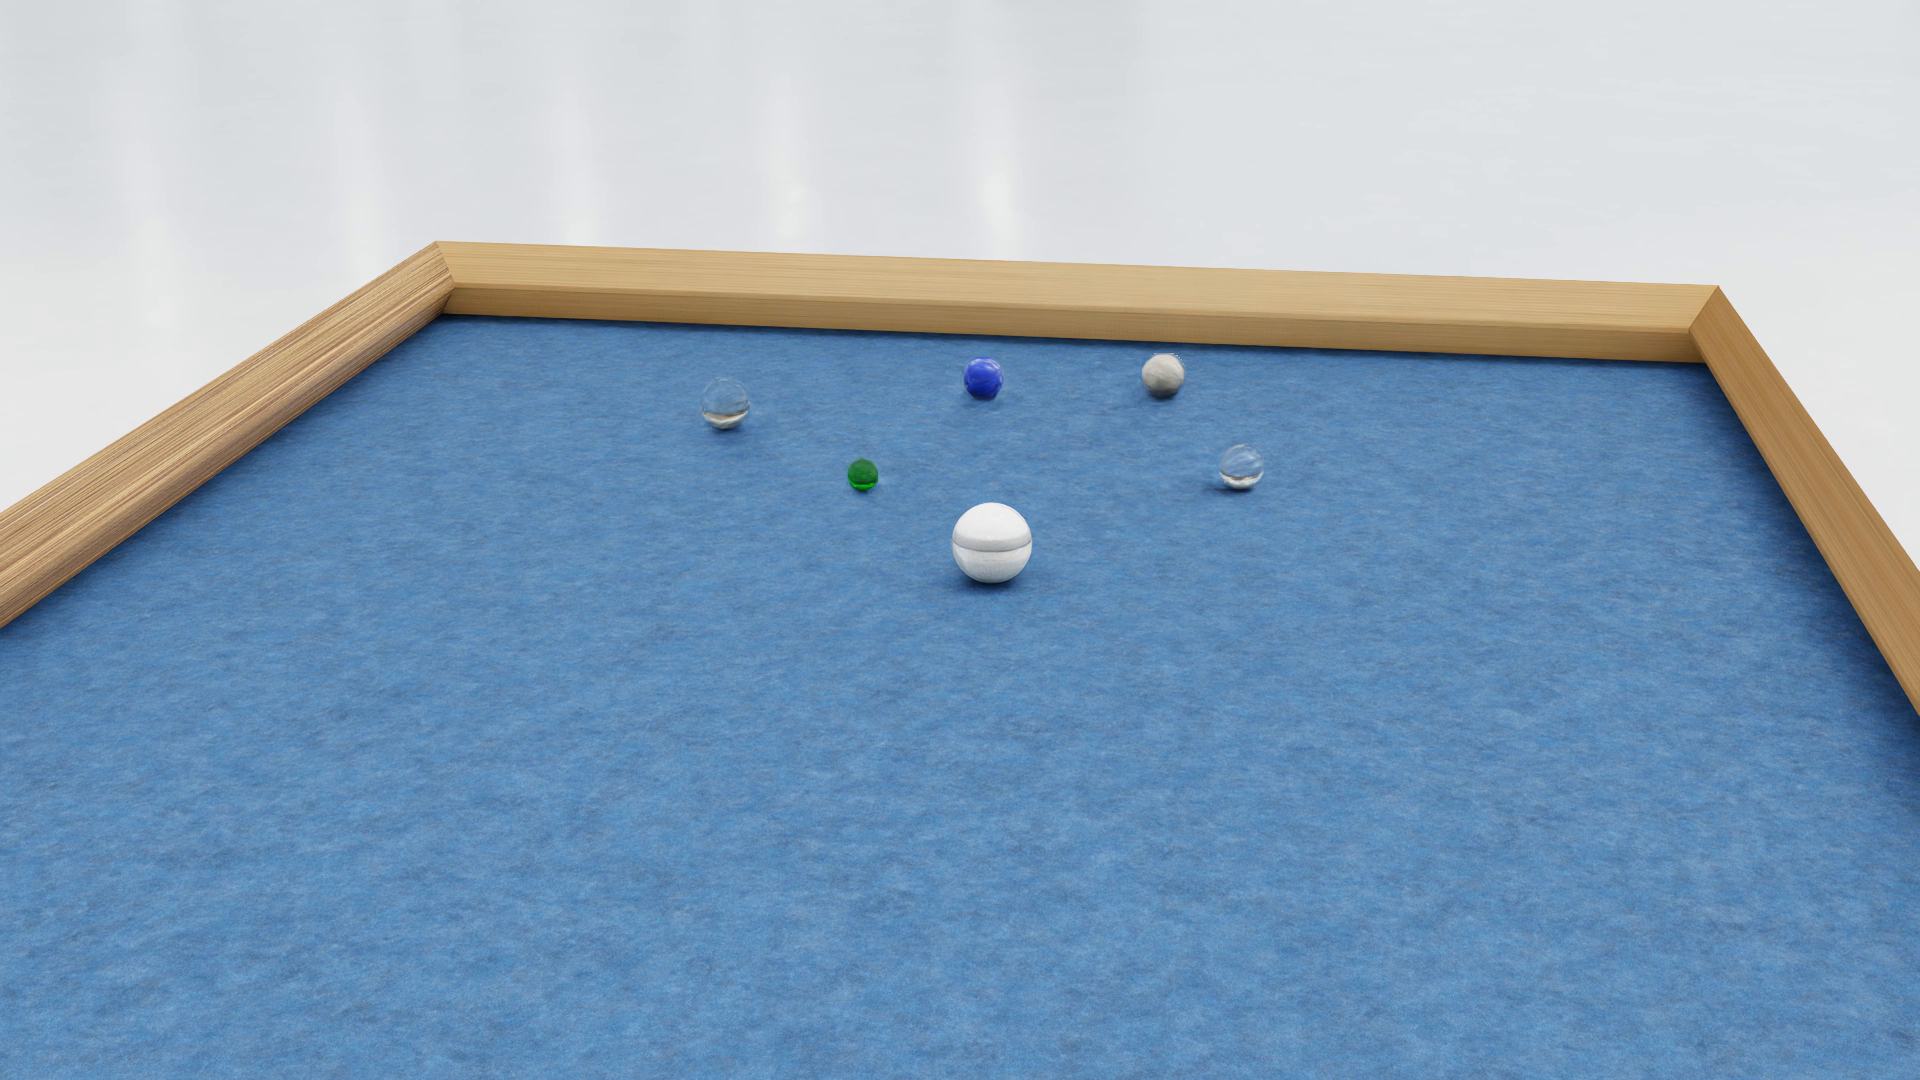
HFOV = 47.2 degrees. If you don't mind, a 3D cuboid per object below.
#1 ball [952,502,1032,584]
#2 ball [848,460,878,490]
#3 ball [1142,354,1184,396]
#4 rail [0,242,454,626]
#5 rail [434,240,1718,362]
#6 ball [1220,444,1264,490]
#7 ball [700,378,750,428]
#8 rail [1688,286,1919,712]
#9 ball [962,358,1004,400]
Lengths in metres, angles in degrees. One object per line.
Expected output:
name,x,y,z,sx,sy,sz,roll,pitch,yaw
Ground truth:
ball,0.036,0.004,2.530,0.093,0.093,0.093,0,21,0
ball,-0.125,-0.084,2.832,0.040,0.040,0.040,0,21,0
ball,0.296,-0.240,3.210,0.062,0.062,0.062,0,21,0
rail,-1.129,0.276,1.776,0.045,0.121,4.014,3,21,8
rail,0.142,-0.374,3.474,2.036,0.121,0.045,3,21,8
ball,0.363,-0.094,2.834,0.057,0.057,0.057,0,21,0
ball,-0.328,-0.190,3.068,0.070,0.070,0.070,0,21,0
rail,0.839,0.379,1.507,0.045,0.121,4.014,3,21,8
ball,0.034,-0.235,3.199,0.060,0.060,0.060,0,21,0
